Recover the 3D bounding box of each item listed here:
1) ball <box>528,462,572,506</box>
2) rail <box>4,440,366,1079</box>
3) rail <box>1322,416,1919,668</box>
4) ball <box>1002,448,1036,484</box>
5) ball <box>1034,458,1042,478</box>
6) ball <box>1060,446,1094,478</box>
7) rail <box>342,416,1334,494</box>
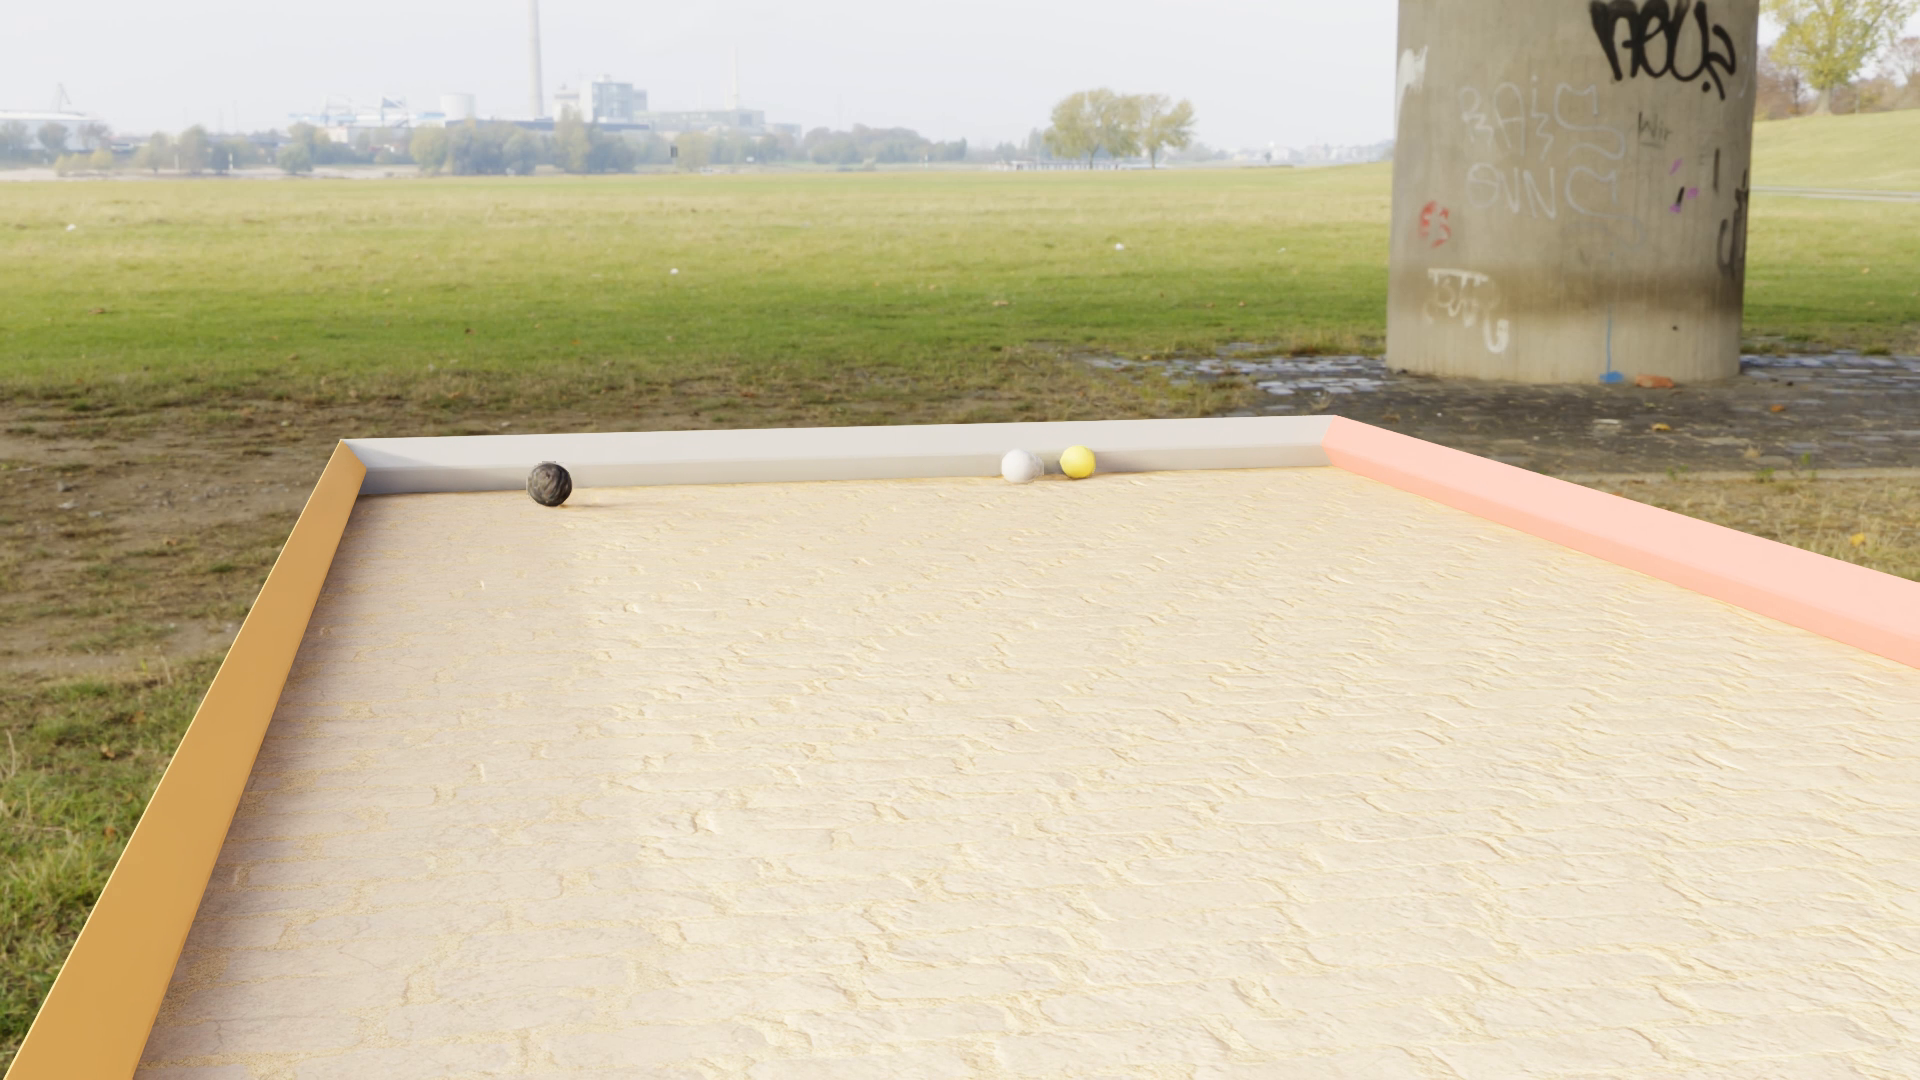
[{"bbox_3d":[-0.711,-0.096,3.815,0.076,0.076,0.076,0,10,0],"label":"ball"},{"bbox_3d":[-0.718,0.156,2.246,0.045,0.099,3.553,-2,10,-12],"label":"rail"},{"bbox_3d":[1.089,0.092,2.628,0.045,0.099,3.553,-2,10,-12],"label":"rail"},{"bbox_3d":[0.109,-0.136,4.088,0.066,0.066,0.066,0,10,0],"label":"ball"},{"bbox_3d":[0.137,-0.138,4.174,0.040,0.040,0.040,0,10,0],"label":"ball"},{"bbox_3d":[0.222,-0.148,4.165,0.063,0.063,0.063,0,10,0],"label":"ball"},{"bbox_3d":[-0.181,-0.160,4.127,1.895,0.099,0.045,-2,10,-12],"label":"rail"}]
